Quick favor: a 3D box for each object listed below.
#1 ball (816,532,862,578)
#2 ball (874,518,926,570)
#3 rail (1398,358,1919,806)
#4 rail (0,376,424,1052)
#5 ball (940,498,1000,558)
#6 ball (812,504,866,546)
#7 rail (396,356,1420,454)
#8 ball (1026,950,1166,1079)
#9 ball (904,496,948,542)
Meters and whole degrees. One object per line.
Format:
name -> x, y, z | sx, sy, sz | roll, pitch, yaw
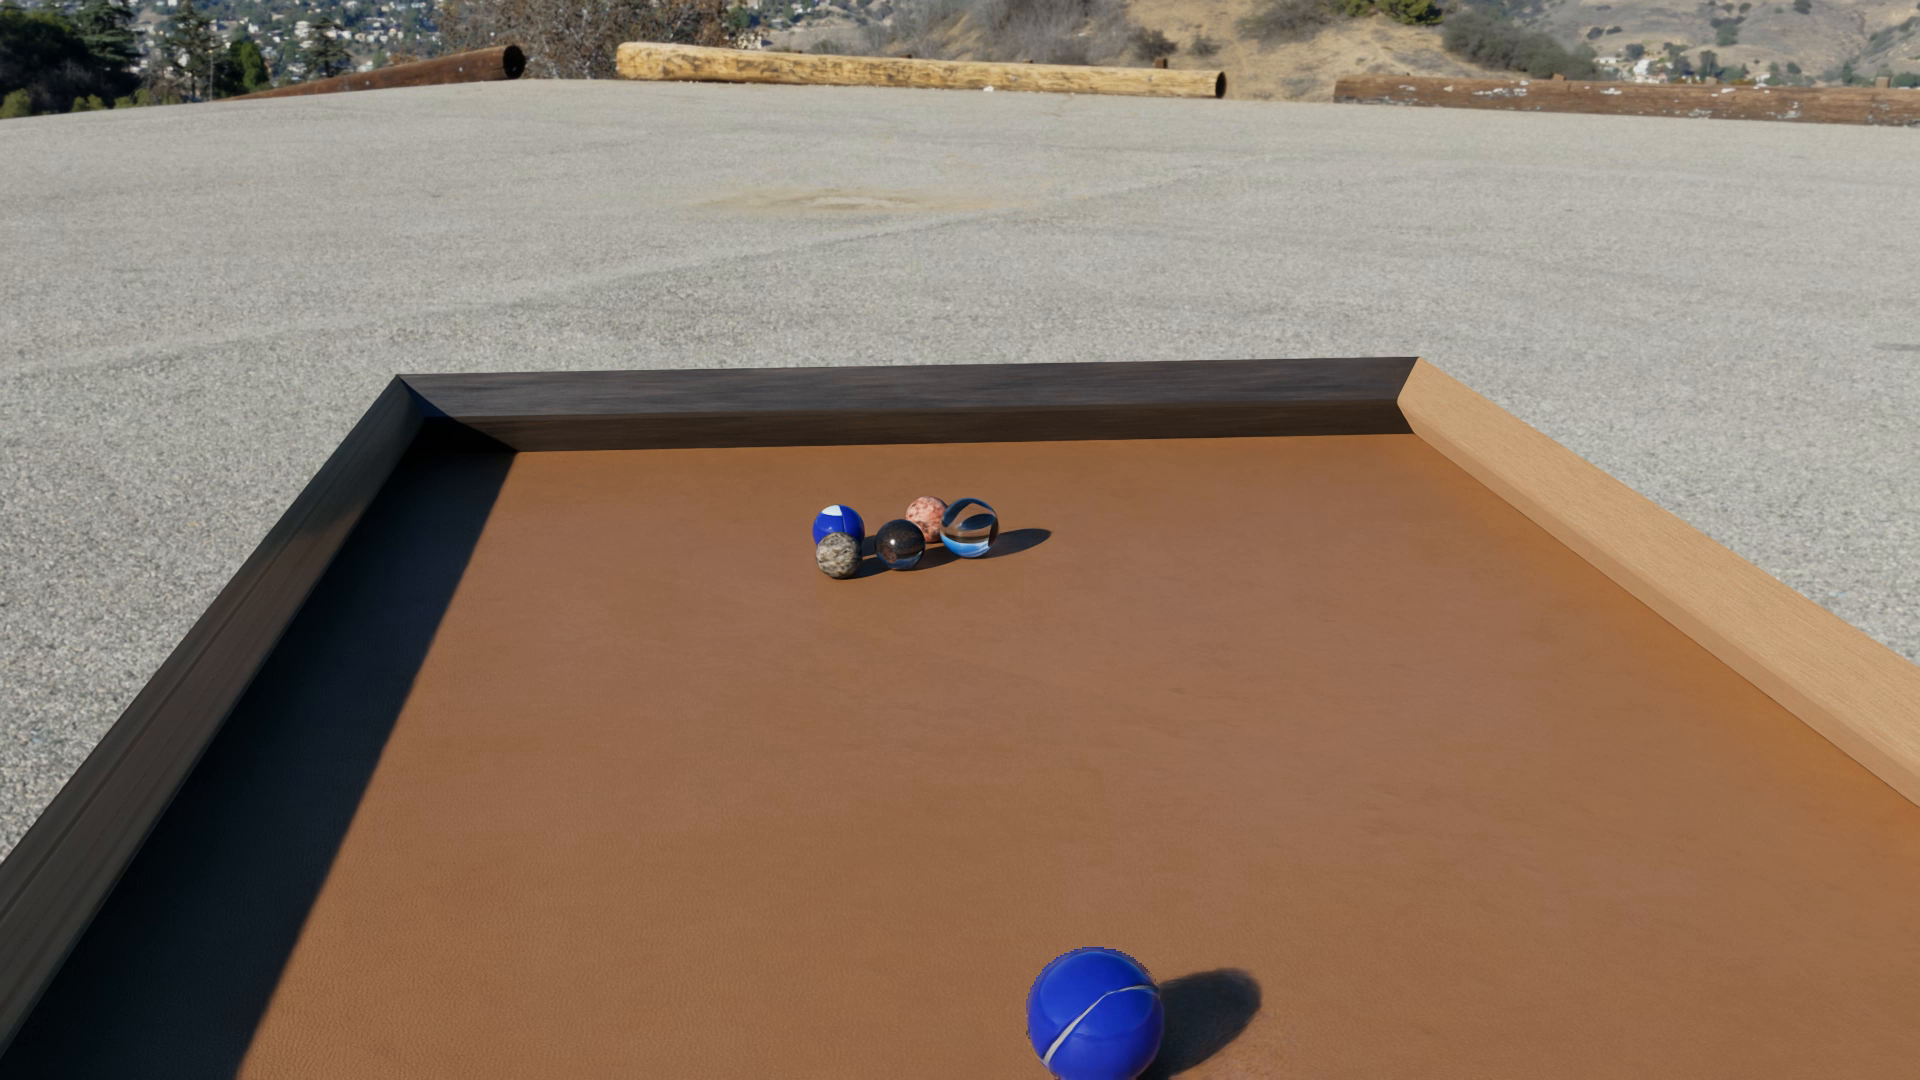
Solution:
ball -> -0.145, 0.018, 2.631 | 0.057, 0.057, 0.057 | 0, 15, 0
ball -> -0.073, 0.006, 2.666 | 0.062, 0.062, 0.062 | 0, 15, 0
rail -> 0.809, 0.131, 2.092 | 0.045, 0.119, 2.708 | -1, 15, -5
rail -> -0.683, 0.168, 1.959 | 0.045, 0.119, 2.708 | -1, 15, -5
ball -> 0.012, -0.015, 2.718 | 0.075, 0.075, 0.075 | 0, 15, 0
ball -> -0.150, -0.011, 2.720 | 0.065, 0.065, 0.065 | 0, 15, 0
rail -> -0.060, -0.199, 3.303 | 1.546, 0.119, 0.045 | -1, 15, -5
ball -> 0.090, 0.319, 1.462 | 0.092, 0.092, 0.092 | 0, 15, 0
ball -> -0.040, -0.026, 2.788 | 0.059, 0.059, 0.059 | 0, 15, 0
